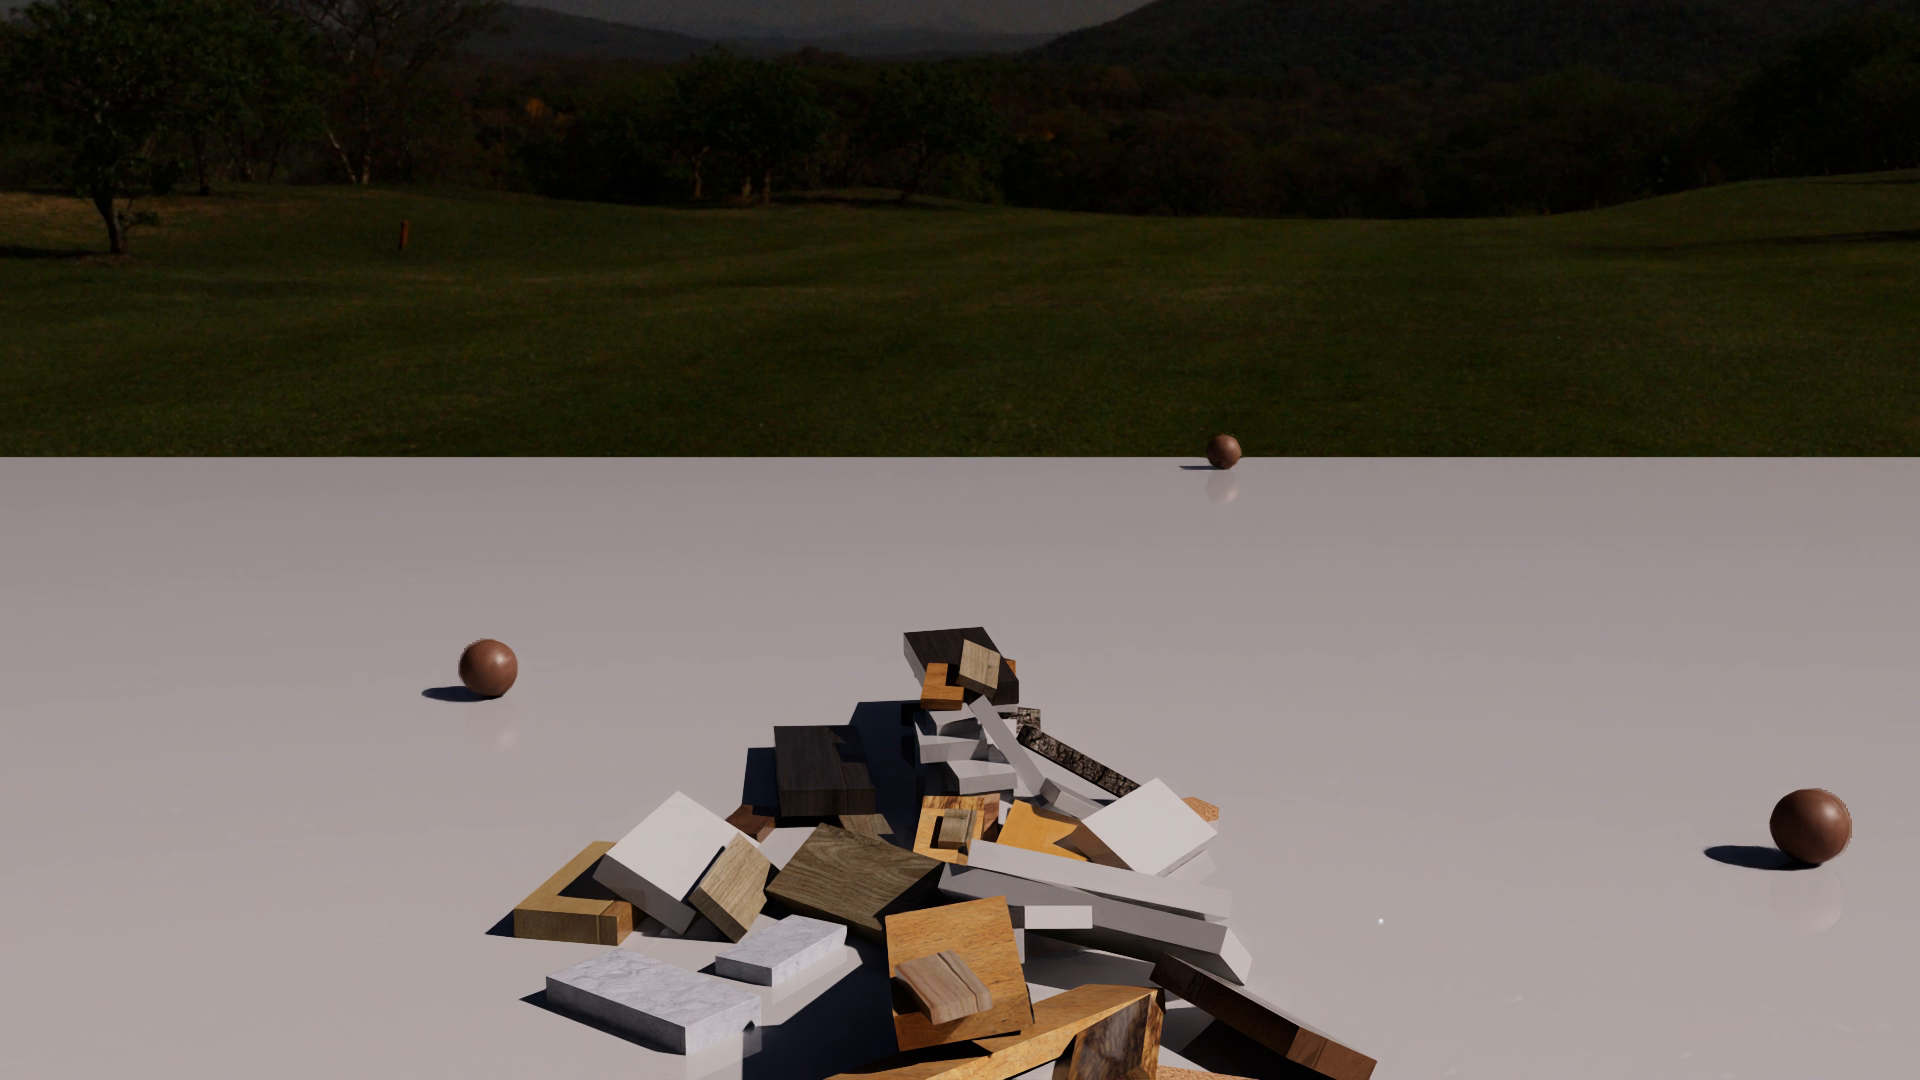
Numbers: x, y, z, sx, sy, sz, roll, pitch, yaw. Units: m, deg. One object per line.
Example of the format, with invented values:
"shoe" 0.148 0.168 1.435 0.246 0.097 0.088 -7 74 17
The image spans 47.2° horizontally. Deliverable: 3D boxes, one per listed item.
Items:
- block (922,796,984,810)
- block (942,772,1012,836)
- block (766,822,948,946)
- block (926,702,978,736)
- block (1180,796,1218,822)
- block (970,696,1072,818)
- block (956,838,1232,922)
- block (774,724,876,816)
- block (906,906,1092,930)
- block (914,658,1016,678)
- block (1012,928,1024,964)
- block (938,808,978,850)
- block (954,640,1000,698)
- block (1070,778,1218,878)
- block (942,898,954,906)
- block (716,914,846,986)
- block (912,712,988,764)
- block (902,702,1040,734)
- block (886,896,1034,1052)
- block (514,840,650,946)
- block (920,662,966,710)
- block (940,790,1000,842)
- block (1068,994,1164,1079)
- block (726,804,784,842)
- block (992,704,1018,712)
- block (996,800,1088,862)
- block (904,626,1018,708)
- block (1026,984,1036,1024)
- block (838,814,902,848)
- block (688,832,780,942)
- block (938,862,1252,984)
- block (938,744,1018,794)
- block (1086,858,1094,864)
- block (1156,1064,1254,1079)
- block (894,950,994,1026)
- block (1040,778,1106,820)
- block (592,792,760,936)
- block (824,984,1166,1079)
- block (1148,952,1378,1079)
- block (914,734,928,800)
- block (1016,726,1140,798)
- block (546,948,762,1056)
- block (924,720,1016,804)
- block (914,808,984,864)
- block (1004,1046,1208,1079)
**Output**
"block" -0.016 0.518 3.753 0.107 0.030 0.213 1 33 3
"block" 0.038 0.479 3.964 0.105 0.030 0.210 -5 25 -9
"block" -0.158 0.554 3.530 0.301 0.043 0.151 10 49 43
"block" -0.016 0.335 4.129 0.077 0.022 0.155 -5 10 -8
"block" 0.388 0.506 4.056 0.161 0.023 0.081 -6 12 -29
"block" 0.110 0.405 4.019 0.035 0.247 0.123 -36 -29 -2
"block" 0.206 0.536 3.440 0.415 0.042 0.147 12 -15 -5
"block" -0.269 0.442 4.264 0.172 0.049 0.528 0 8 -6
"block" 0.049 0.563 3.262 0.113 0.032 0.364 5 -12 -29
"block" 0.007 0.275 4.689 0.167 0.047 0.335 0 -1 -9
"block" 0.000 0.593 3.203 0.167 0.047 0.335 0 -11 -2
"block" -0.003 0.481 3.653 0.054 0.015 0.107 2 23 6
"block" 0.035 0.248 4.251 0.077 0.022 0.155 23 22 -6
"block" 0.318 0.509 3.785 0.147 0.042 0.293 42 27 18
"block" -0.012 0.566 3.586 0.107 0.030 0.213 -3 23 -6
"block" -0.273 0.629 3.379 0.103 0.029 0.206 6 12 29
"block" -0.020 0.365 4.123 0.123 0.035 0.251 -4 9 -3
"block" 0.019 0.367 4.549 0.162 0.046 0.325 0 -1 -26
"block" -0.006 0.560 2.869 0.167 0.047 0.335 -10 12 -2
"block" -0.582 0.576 3.611 0.172 0.049 0.344 2 11 12
"block" -0.029 0.280 4.209 0.077 0.022 0.155 2 22 4
"block" 0.014 0.511 3.830 0.105 0.030 0.210 1 29 3
"block" 0.195 0.654 2.772 0.113 0.032 0.225 -31 5 12
"block" -0.382 0.518 3.994 0.081 0.023 0.161 2 11 12
"block" 0.032 0.320 4.524 0.167 0.047 0.335 0 -1 1
"block" 0.139 0.525 3.712 0.151 0.043 0.301 17 13 6
"block" -0.001 0.255 4.408 0.167 0.047 0.335 -4 17 -11
"block" 0.002 0.631 2.994 0.167 0.047 0.335 -10 -5 -4
"block" -0.148 0.536 3.829 0.081 0.023 0.389 -1 7 -10
"block" -0.362 0.561 3.571 0.103 0.029 0.274 43 13 -2
"block" 0.202 0.578 3.324 0.461 0.043 0.151 9 -24 27
"block" 0.031 0.415 3.998 0.105 0.030 0.210 -5 10 -10
"block" 0.211 0.548 3.854 0.054 0.015 0.107 0 11 -2
"block" 0.364 0.720 2.702 0.308 0.044 0.154 8 15 1
"block" -0.022 0.555 2.735 0.078 0.022 0.157 -13 12 -16
"block" 0.246 0.486 3.872 0.206 0.029 0.103 27 1 -14
"block" -0.464 0.530 3.641 0.172 0.049 0.344 32 15 5
"block" 0.031 0.662 2.837 0.128 0.036 0.686 -6 -1 37
"block" 0.410 0.655 3.006 0.154 0.044 0.308 29 -6 -31
"block" -0.007 0.442 4.339 0.162 0.046 0.325 0 11 -2
"block" 0.227 0.420 4.095 0.247 0.035 0.123 29 -6 -5
"block" -0.443 0.662 3.168 0.293 0.042 0.147 9 14 39
"block" 0.022 0.438 4.142 0.162 0.046 0.325 0 25 3
"block" -0.021 0.512 3.637 0.107 0.030 0.213 2 23 5
"block" 0.133 0.713 2.802 0.386 0.044 0.154 -4 14 -39
